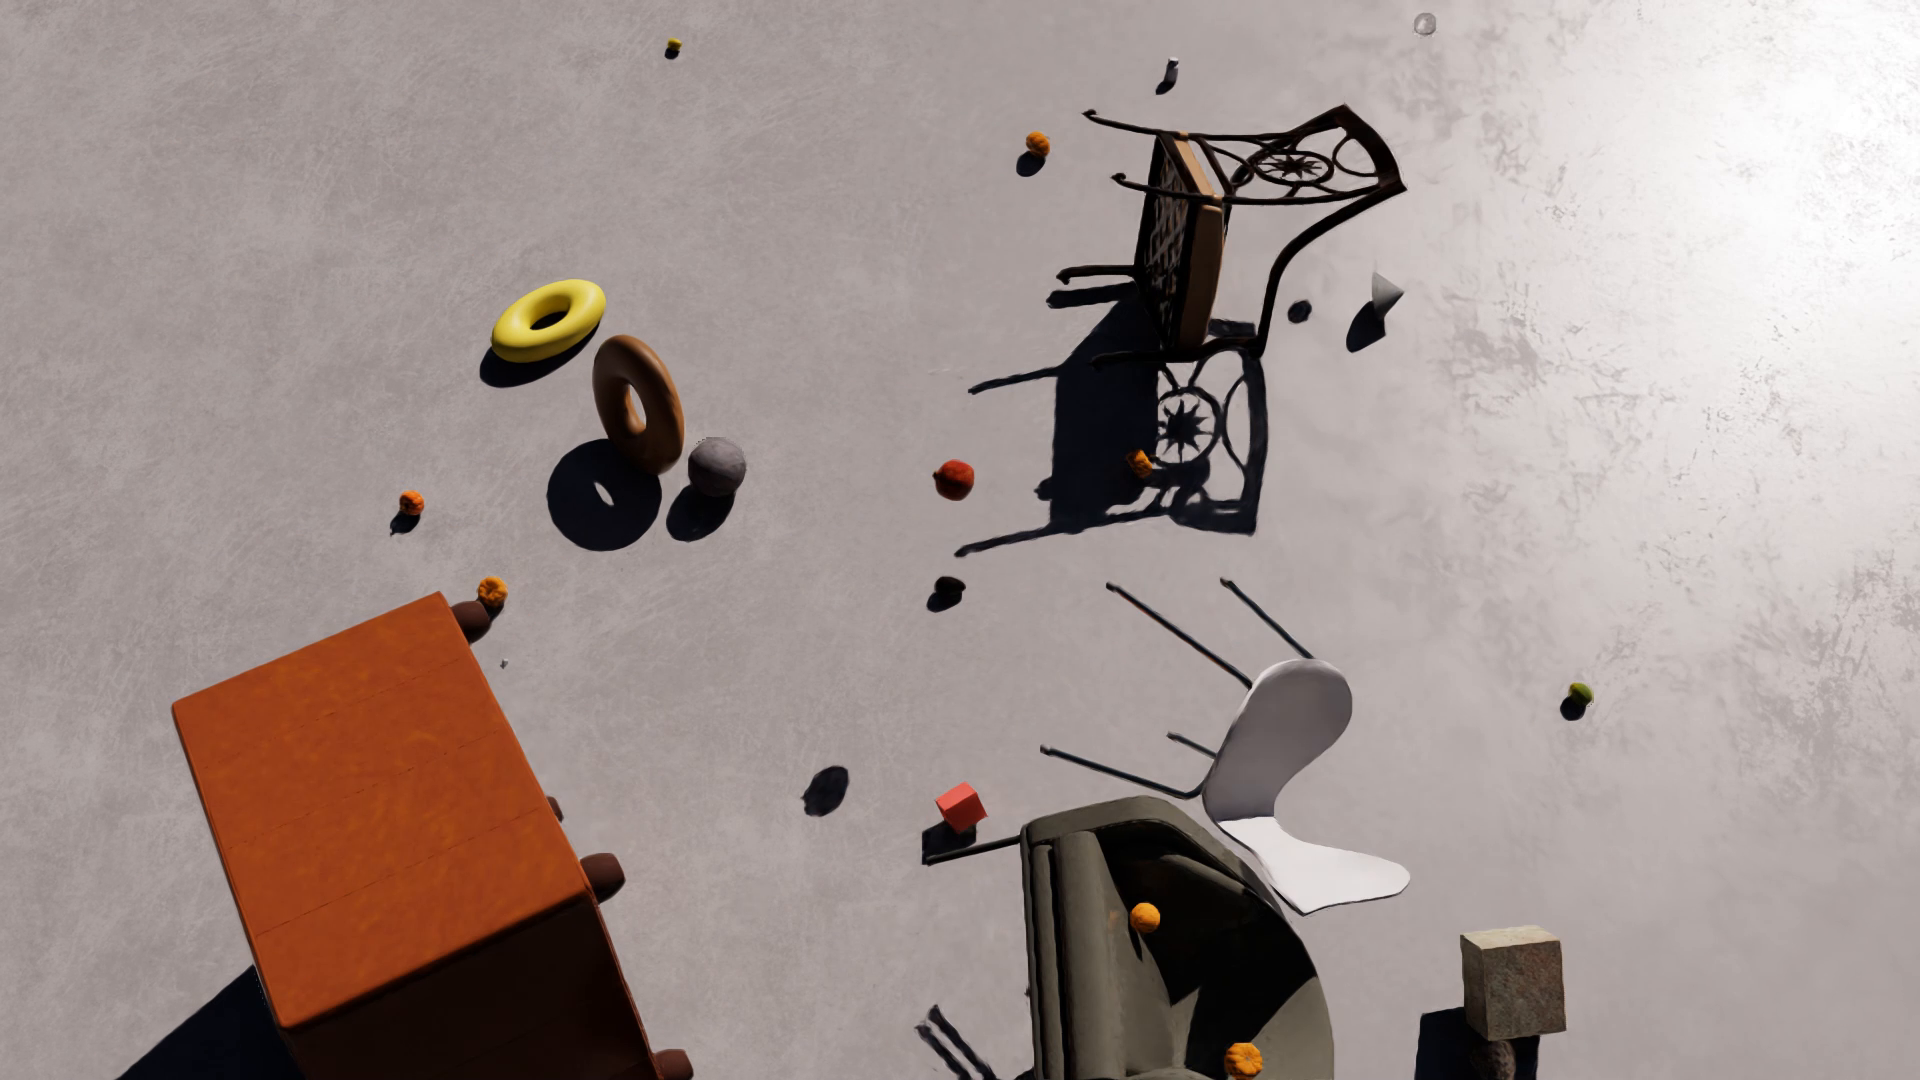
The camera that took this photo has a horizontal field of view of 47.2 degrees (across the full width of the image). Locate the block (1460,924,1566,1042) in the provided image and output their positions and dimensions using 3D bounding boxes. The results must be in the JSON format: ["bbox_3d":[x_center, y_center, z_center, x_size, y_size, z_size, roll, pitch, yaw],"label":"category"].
[{"bbox_3d":[1.418,1.134,5.643,0.206,0.159,0.238,-5,95,-7],"label":"block"}]

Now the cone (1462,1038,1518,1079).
[{"bbox_3d":[1.375,1.398,5.594,0.139,0.128,0.238,-16,72,22],"label":"cone"}]

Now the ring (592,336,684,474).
[{"bbox_3d":[-0.968,-0.405,6.612,0.105,0.441,0.373,-27,19,-39],"label":"ring"}]

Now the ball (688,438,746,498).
[{"bbox_3d":[-0.732,-0.217,6.613,0.176,0.176,0.176,0,56,0],"label":"ball"}]

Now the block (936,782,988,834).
[{"bbox_3d":[0.003,0.731,6.009,0.099,0.083,0.078,-30,25,-12],"label":"block"}]

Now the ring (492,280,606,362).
[{"bbox_3d":[-1.305,-0.695,6.978,0.405,0.105,0.235,-34,64,-21],"label":"ring"}]

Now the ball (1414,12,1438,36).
[{"bbox_3d":[1.456,-1.615,6.887,0.073,0.073,0.073,0,56,0],"label":"ball"}]

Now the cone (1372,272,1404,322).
[{"bbox_3d":[1.373,-0.782,6.998,0.090,0.143,0.179,-7,46,23],"label":"cone"}]
